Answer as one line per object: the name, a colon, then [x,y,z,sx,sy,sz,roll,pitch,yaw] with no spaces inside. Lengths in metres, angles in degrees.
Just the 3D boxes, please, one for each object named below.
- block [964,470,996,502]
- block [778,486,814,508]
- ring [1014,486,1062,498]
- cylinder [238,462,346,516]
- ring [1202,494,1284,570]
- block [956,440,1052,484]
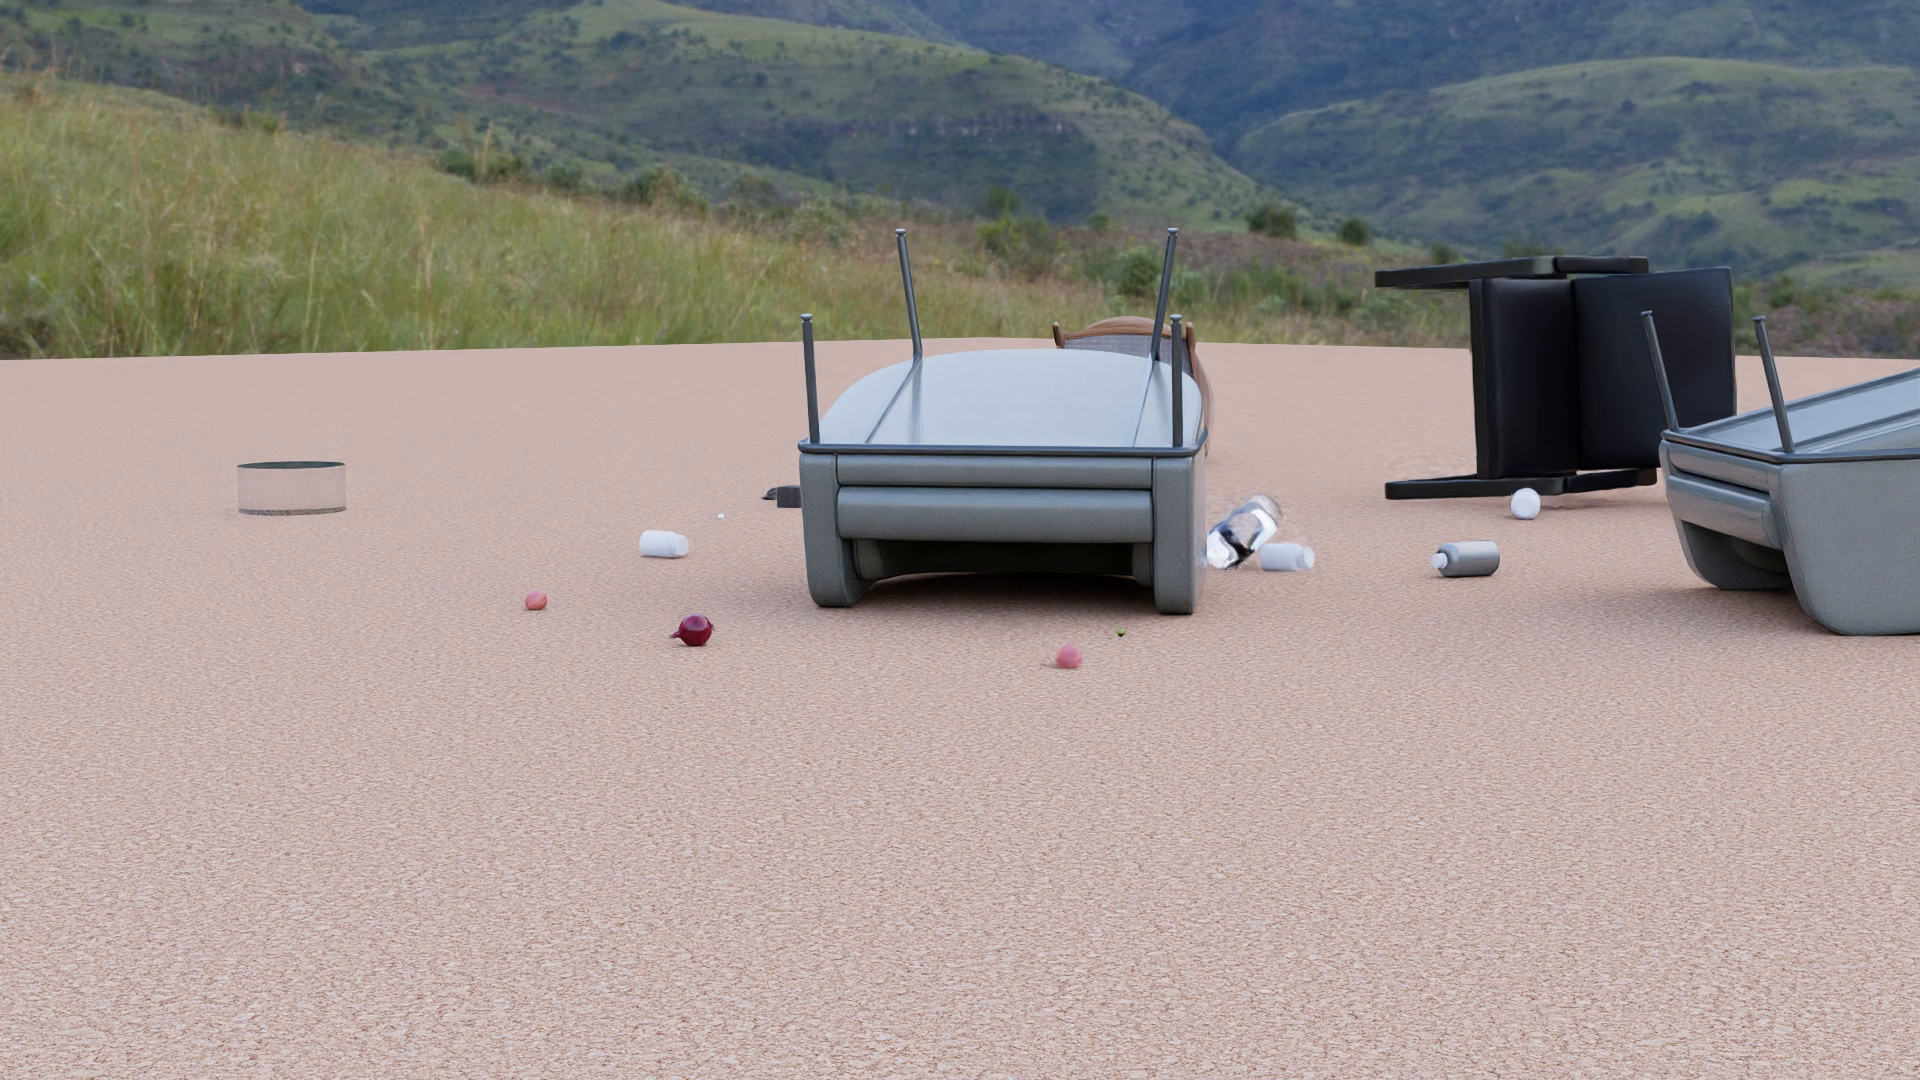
block: [0.061,-0.159,7.562,0.055,0.081,0.125,-2,6,-20]
block: [-0.471,-0.124,7.336,0.079,0.058,0.075,2,6,22]
ring: [0.235,-0.143,7.667,0.149,0.028,0.120,2,7,19]
cylinder: [-1.876,-0.146,7.205,0.295,0.129,0.300,-1,6,-6]
ring: [0.639,-0.019,5.796,0.186,0.097,0.281,-42,-3,29]
block: [0.143,-0.255,8.284,0.286,0.123,0.187,1,6,10]
